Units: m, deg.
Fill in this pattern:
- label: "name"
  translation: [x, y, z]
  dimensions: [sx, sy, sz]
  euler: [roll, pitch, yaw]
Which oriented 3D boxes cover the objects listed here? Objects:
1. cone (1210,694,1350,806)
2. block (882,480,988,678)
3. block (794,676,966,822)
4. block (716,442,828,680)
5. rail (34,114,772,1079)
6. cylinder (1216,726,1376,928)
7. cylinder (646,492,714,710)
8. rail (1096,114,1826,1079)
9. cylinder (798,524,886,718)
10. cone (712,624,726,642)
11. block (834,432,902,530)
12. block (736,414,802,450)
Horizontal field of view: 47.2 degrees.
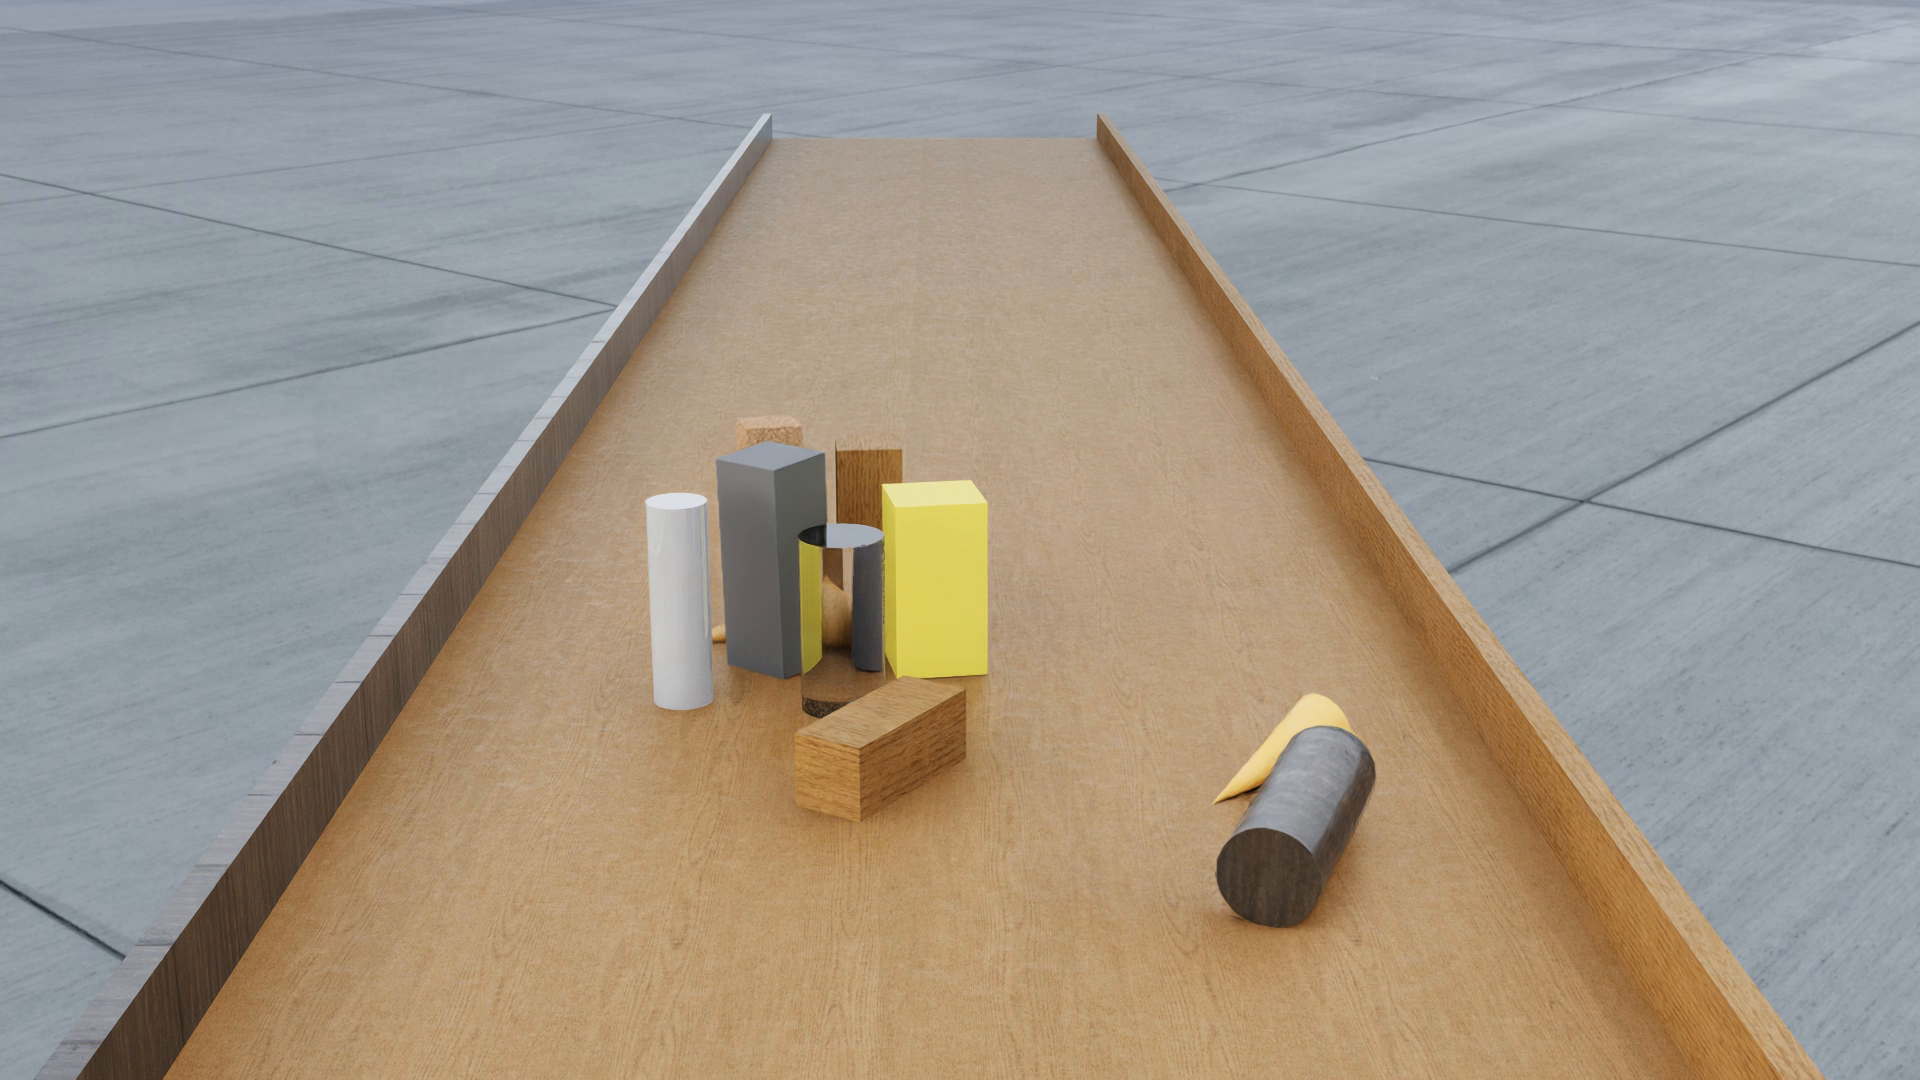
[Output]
- label: "cone"
  translation: [0.534, 0.389, 3.813]
  dimensions: [0.316, 0.122, 0.122]
  euler: [-28, 31, -37]
- label: "block"
  translation: [-0.051, 0.077, 4.353]
  dimensions: [0.180, 0.349, 0.180]
  euler: [-3, 16, -10]
- label: "block"
  translation: [-0.133, 0.356, 3.799]
  dimensions: [0.132, 0.132, 0.330]
  euler: [10, 19, 31]
- label: "block"
  translation: [-0.364, 0.039, 4.336]
  dimensions: [0.150, 0.428, 0.150]
  euler: [12, 22, 35]
- label: "rail"
  translation: [-1.118, -0.838, 7.780]
  dimensions: [0.050, 0.150, 12.000]
  euler: [0, 17, -1]
- label: "cylinder"
  translation: [0.535, 0.442, 3.463]
  dimensions: [0.159, 0.159, 0.443]
  euler: [6, 18, 20]
- label: "cylinder"
  translation: [-0.528, 0.116, 4.147]
  dimensions: [0.114, 0.393, 0.114]
  euler: [0, 17, 0]
- label: "rail"
  translation: [0.932, -0.844, 7.801]
  dimensions: [0.050, 0.150, 12.000]
  euler: [0, 17, -1]
- label: "cylinder"
  translation: [-0.220, 0.153, 4.123]
  dimensions: [0.160, 0.336, 0.160]
  euler: [0, 17, 0]
- label: "cone"
  translation: [-0.369, 0.170, 4.528]
  dimensions: [0.450, 0.148, 0.148]
  euler: [-11, 17, -3]
- label: "block"
  translation: [-0.191, -0.024, 4.639]
  dimensions: [0.135, 0.379, 0.135]
  euler: [-1, 17, -5]
- label: "block"
  translation: [-0.392, -0.033, 4.570]
  dimensions: [0.115, 0.433, 0.115]
  euler: [-4, 15, -16]
